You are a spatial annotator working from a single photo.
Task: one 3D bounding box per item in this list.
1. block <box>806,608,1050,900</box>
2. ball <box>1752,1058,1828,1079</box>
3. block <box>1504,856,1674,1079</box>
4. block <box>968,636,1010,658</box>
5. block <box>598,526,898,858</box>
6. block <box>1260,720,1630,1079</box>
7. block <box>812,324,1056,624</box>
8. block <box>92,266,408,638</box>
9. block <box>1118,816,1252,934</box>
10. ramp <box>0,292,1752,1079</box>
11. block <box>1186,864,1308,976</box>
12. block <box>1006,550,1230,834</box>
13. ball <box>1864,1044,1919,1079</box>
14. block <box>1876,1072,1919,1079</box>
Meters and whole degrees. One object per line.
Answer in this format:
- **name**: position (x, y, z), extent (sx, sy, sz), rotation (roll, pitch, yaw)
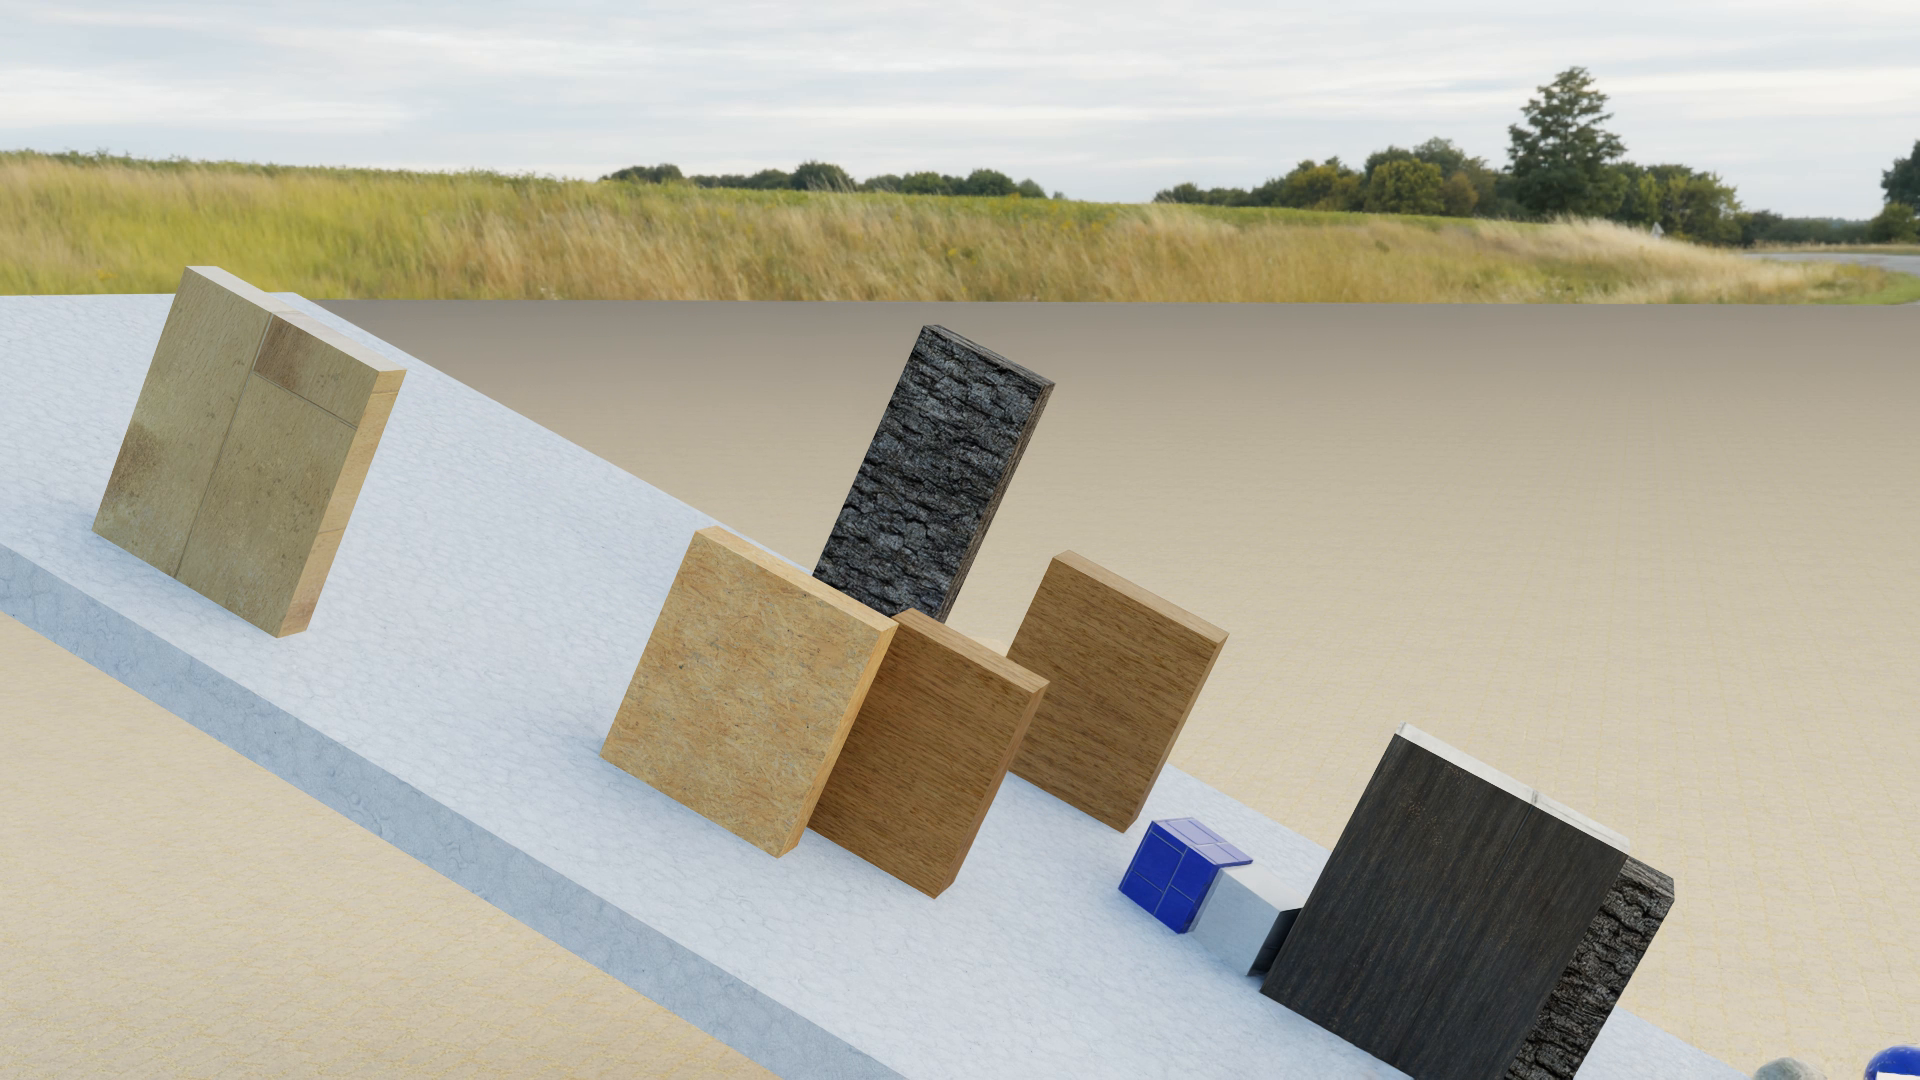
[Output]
- **block**: position (-0.063, 0.362, 3.752), extent (0.272, 0.402, 0.111), rotation (28, 14, 12)
- **ball**: position (1.667, 1.122, 4.412), extent (0.164, 0.164, 0.164), rotation (0, 7, 0)
- **block**: position (1.064, 0.777, 3.983), extent (0.243, 0.481, 0.148), rotation (28, 14, 12)
- **block**: position (0.049, 0.309, 4.687), extent (0.152, 0.152, 0.152), rotation (9, 20, -48)
- **block**: position (-0.351, 0.248, 3.627), extent (0.353, 0.426, 0.088), rotation (28, 14, 12)
- **block**: position (0.854, 0.668, 3.901), extent (0.439, 0.540, 0.115), rotation (28, 14, 12)
- **block**: position (-0.074, -0.102, 4.886), extent (0.298, 0.686, 0.115), rotation (28, 14, 12)
- **block**: position (-1.162, -0.145, 3.582), extent (0.385, 0.480, 0.082), rotation (28, 14, 12)
- **block**: position (0.424, 0.628, 4.133), extent (0.151, 0.151, 0.151), rotation (34, 16, 33)
- **ramp**: position (-0.261, 0.445, 4.169), extent (4.000, 0.100, 2.000), rotation (28, 14, 12)
- **block**: position (0.540, 0.703, 4.074), extent (0.142, 0.142, 0.142), rotation (34, 16, 33)
- **block**: position (0.277, 0.306, 4.481), extent (0.372, 0.440, 0.131), rotation (28, 14, 12)
- **ball**: position (2.060, 1.187, 4.781), extent (0.177, 0.177, 0.177), rotation (0, 7, 0)
- **block**: position (1.983, 1.219, 4.532), extent (0.172, 0.172, 0.172), rotation (2, 7, 19)
